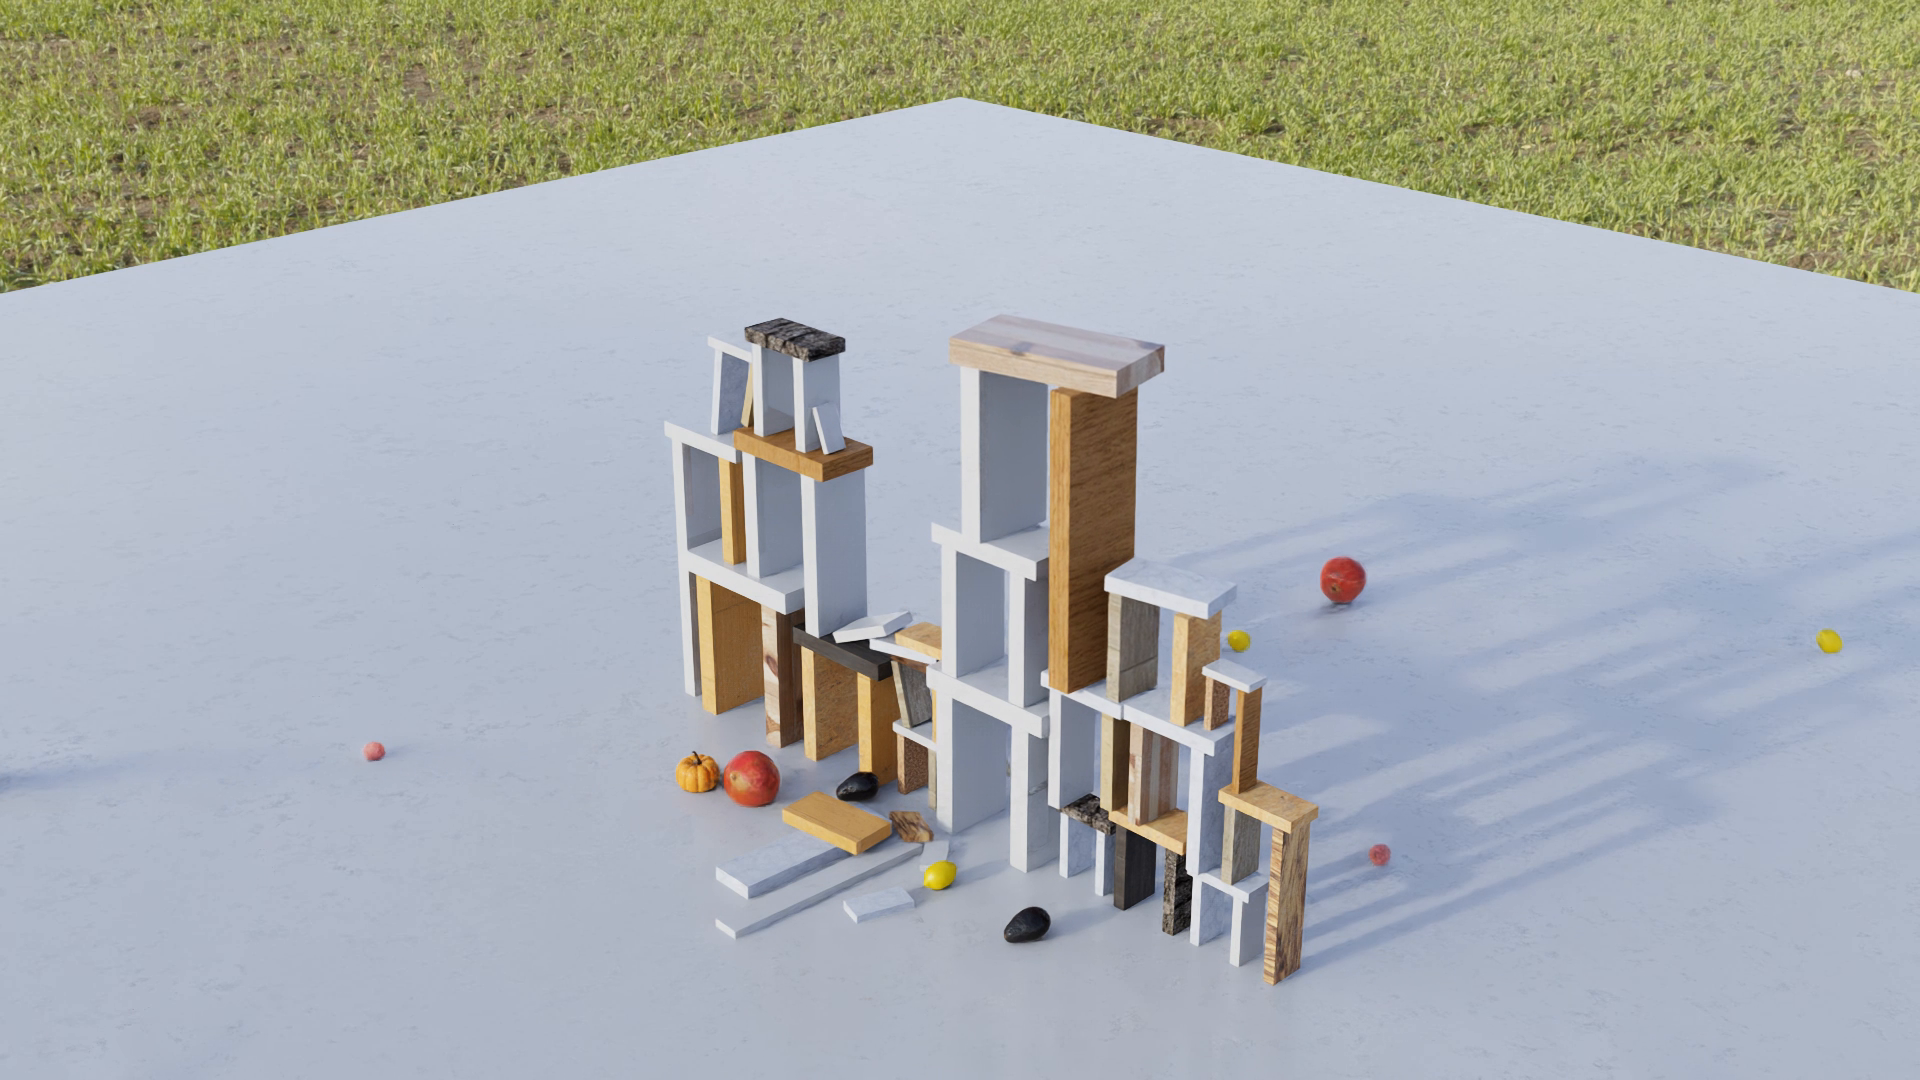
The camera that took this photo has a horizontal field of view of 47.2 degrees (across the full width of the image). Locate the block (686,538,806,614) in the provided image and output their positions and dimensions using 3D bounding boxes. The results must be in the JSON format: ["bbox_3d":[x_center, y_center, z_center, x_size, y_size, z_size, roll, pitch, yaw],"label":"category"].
[{"bbox_3d":[-0.419,0.067,4.711,0.326,0.046,0.163,21,31,41],"label":"block"}]

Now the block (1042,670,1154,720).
[{"bbox_3d":[0.255,0.271,4.057,0.099,0.028,0.197,-21,31,-40],"label":"block"}]

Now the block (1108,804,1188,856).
[{"bbox_3d":[0.371,0.520,4.044,0.090,0.025,0.179,-21,31,-40],"label":"block"}]

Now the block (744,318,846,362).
[{"bbox_3d":[-0.332,-0.403,4.417,0.098,0.028,0.195,-21,31,-41],"label":"block"}]

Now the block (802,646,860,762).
[{"bbox_3d":[-0.271,0.327,4.658,0.037,0.259,0.130,21,31,41],"label":"block"}]

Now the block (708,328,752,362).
[{"bbox_3d":[-0.444,-0.400,4.531,0.076,0.021,0.151,-19,30,-38],"label":"block"}]

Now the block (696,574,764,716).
[{"bbox_3d":[-0.496,0.208,4.854,0.046,0.326,0.163,21,31,41],"label":"block"}]

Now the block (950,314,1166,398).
[{"bbox_3d":[0.172,-0.331,3.915,0.344,0.049,0.172,14,27,31],"label":"block"}]

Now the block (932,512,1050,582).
[{"bbox_3d":[0.089,0.002,4.123,0.269,0.038,0.135,21,31,40],"label":"block"}]

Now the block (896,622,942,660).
[{"bbox_3d":[-0.044,0.203,4.366,0.081,0.023,0.161,-21,27,-40],"label":"block"}]

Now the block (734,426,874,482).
[{"bbox_3d":[-0.322,-0.190,4.500,0.275,0.039,0.138,21,31,41],"label":"block"}]

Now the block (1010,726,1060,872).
[{"bbox_3d":[0.168,0.476,4.248,0.153,0.306,0.043,-21,31,-40],"label":"block"}]

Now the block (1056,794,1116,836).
[{"bbox_3d":[0.256,0.515,4.168,0.069,0.020,0.138,-21,31,-40],"label":"block"}]

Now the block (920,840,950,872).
[{"bbox_3d":[-0.049,0.617,4.290,0.048,0.014,0.096,2,23,5],"label":"block"}]

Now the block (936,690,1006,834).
[{"bbox_3d":[0.024,0.420,4.380,0.043,0.306,0.153,21,31,41],"label":"block"}]

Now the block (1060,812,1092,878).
[{"bbox_3d":[0.223,0.575,4.229,0.069,0.138,0.020,-21,31,-40],"label":"block"}]

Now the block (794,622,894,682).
[{"bbox_3d":[-0.210,0.215,4.544,0.130,0.037,0.259,-21,31,-41],"label":"block"}]

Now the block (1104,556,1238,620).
[{"bbox_3d":[0.371,0.083,3.873,0.208,0.029,0.104,16,28,32],"label":"block"}]

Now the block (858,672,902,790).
[{"bbox_3d":[-0.149,0.375,4.545,0.037,0.259,0.130,21,31,41],"label":"block"}]

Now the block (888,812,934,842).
[{"bbox_3d":[-0.097,0.569,4.369,0.059,0.017,0.119,2,14,-17],"label":"block"}]

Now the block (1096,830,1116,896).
[{"bbox_3d":[0.288,0.601,4.169,0.069,0.138,0.020,-21,31,-40],"label":"block"}]

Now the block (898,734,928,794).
[{"bbox_3d":[-0.097,0.449,4.525,0.069,0.138,0.020,-21,31,-40],"label":"block"}]

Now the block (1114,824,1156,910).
[{"bbox_3d":[0.329,0.597,4.123,0.090,0.179,0.025,-21,31,-41],"label":"block"}]

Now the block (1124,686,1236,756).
[{"bbox_3d":[0.403,0.322,3.919,0.204,0.029,0.102,21,31,40],"label":"block"}]

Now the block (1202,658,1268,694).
[{"bbox_3d":[0.476,0.234,3.806,0.051,0.015,0.103,-21,31,-40],"label":"block"}]

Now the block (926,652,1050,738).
[{"bbox_3d":[0.097,0.287,4.245,0.306,0.043,0.153,21,31,41],"label":"block"}]

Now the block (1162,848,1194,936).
[{"bbox_3d":[0.414,0.630,4.046,0.025,0.179,0.090,21,31,41],"label":"block"}]

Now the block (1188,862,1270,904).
[{"bbox_3d":[0.485,0.605,3.953,0.070,0.020,0.140,-21,31,-40],"label":"block"}]

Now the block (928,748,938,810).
[{"bbox_3d":[-0.032,0.475,4.465,0.069,0.138,0.020,-21,31,-40],"label":"block"}]

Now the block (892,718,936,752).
[{"bbox_3d":[-0.064,0.390,4.464,0.069,0.020,0.138,-21,31,-40],"label":"block"}]

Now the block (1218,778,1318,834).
[{"bbox_3d":[0.538,0.460,3.837,0.079,0.022,0.157,-21,31,-40],"label":"block"}]

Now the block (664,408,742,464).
[{"bbox_3d":[-0.508,-0.224,4.684,0.238,0.034,0.119,21,31,41],"label":"block"}]

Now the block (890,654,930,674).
[{"bbox_3d":[-0.066,0.238,4.407,0.070,0.020,0.140,-20,29,-39],"label":"block"}]

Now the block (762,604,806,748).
[{"bbox_3d":[-0.343,0.268,4.713,0.046,0.326,0.163,21,31,41],"label":"block"}]
